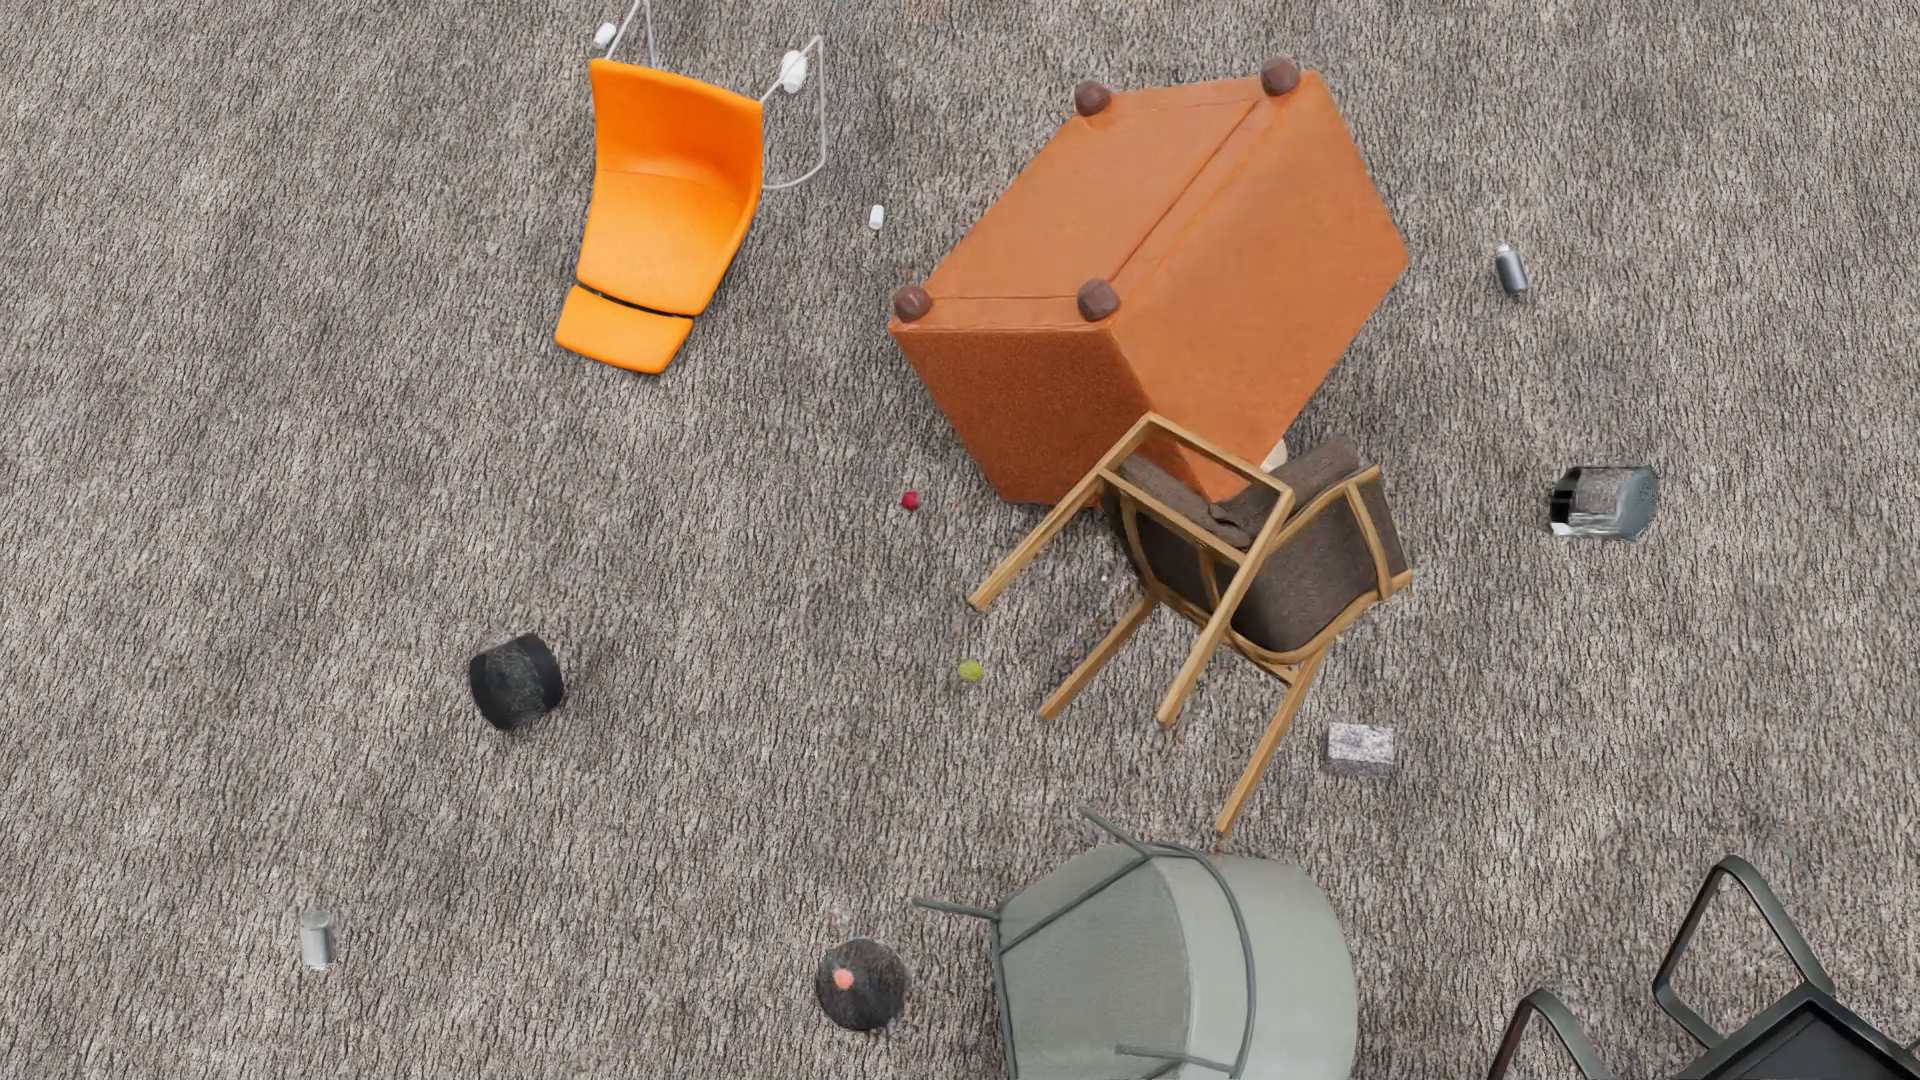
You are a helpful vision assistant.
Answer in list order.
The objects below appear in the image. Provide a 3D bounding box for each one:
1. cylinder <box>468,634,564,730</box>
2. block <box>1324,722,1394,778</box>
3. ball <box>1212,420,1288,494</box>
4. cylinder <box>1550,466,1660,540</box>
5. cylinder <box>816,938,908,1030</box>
[{"bbox_3d":[-1.240,0.396,6.144,0.160,0.235,0.220,-27,60,-38],"label":"cylinder"},{"bbox_3d":[1.111,0.585,6.129,0.178,0.086,0.113,6,56,4],"label":"block"},{"bbox_3d":[0.871,-0.248,6.605,0.226,0.226,0.226,0,56,0],"label":"ball"},{"bbox_3d":[1.894,-0.114,6.472,0.252,0.152,0.232,5,62,59],"label":"cylinder"},{"bbox_3d":[-0.252,1.149,5.695,0.232,0.089,0.236,35,82,5],"label":"cylinder"}]
